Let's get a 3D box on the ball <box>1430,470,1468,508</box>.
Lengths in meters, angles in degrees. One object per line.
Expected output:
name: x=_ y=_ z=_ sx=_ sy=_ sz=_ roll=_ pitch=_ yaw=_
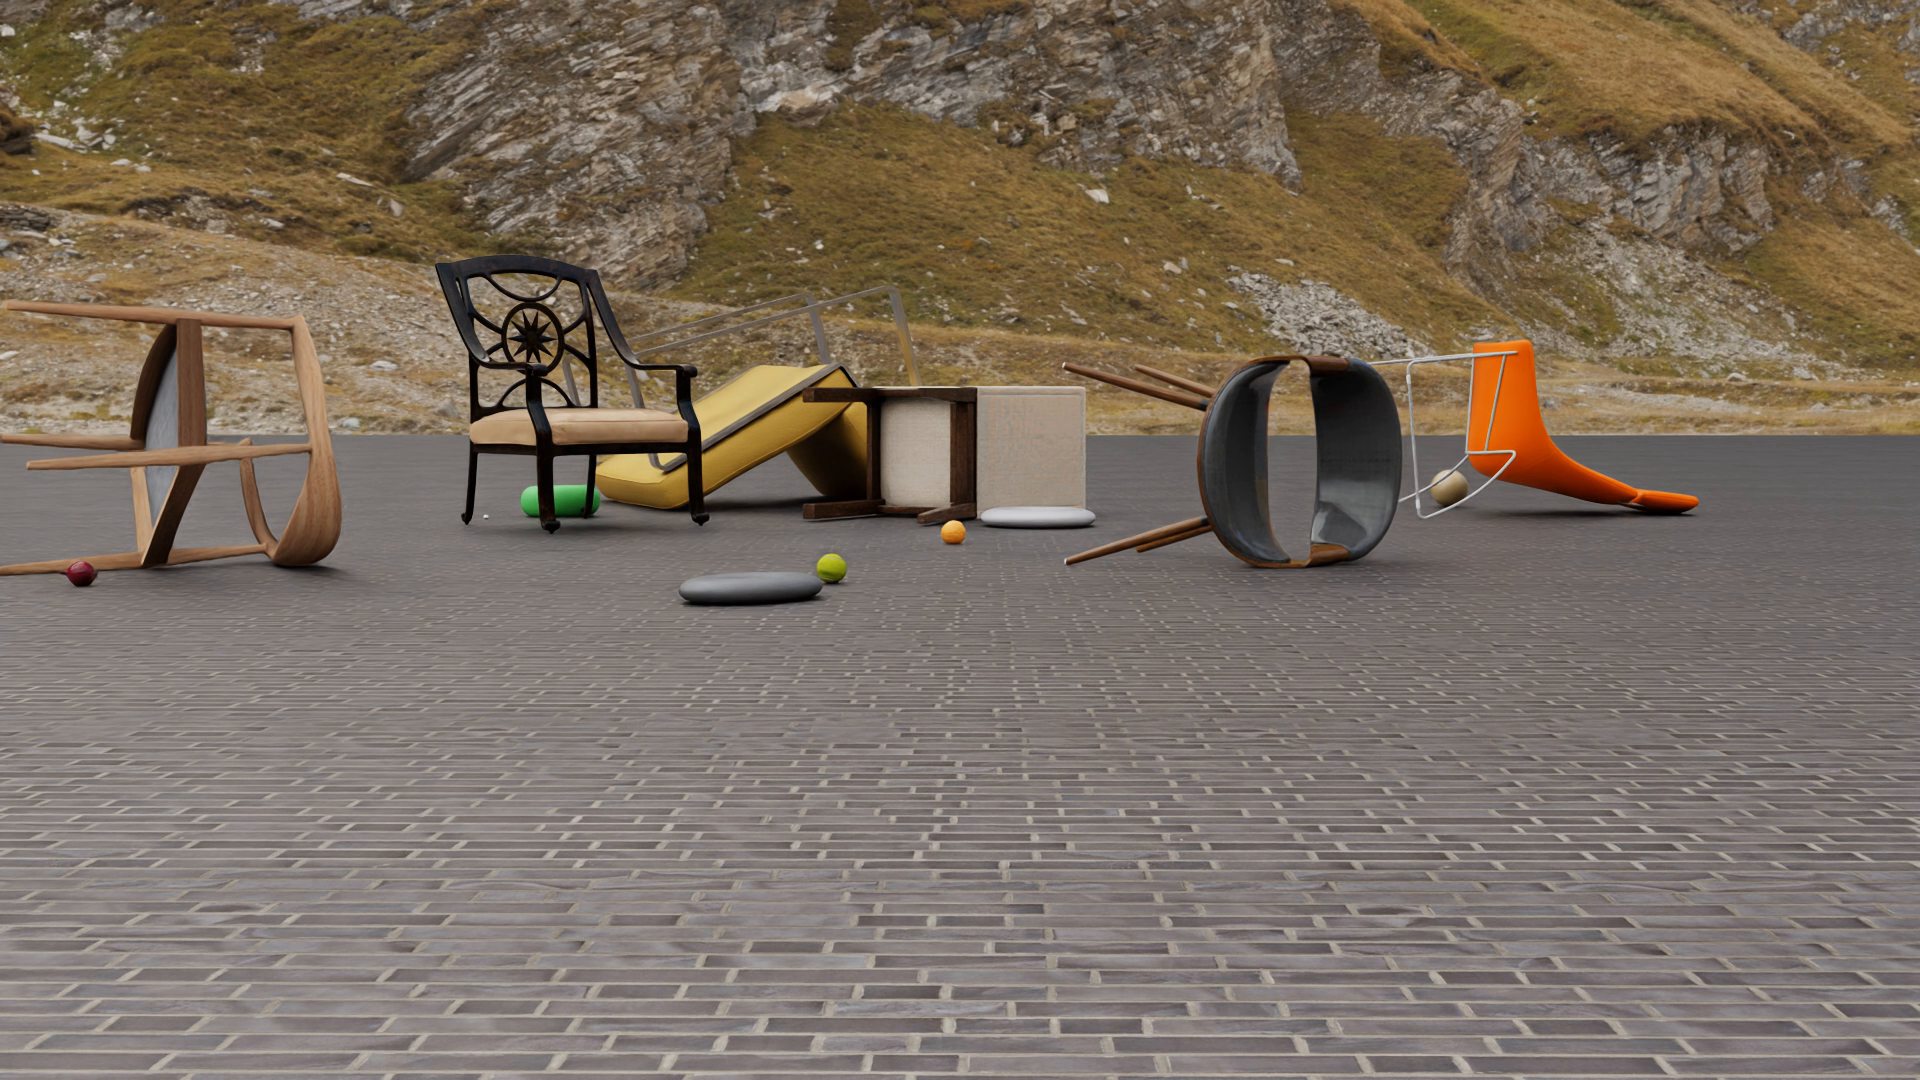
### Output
ball: x=1.865 y=-0.197 z=8.378 sx=0.143 sy=0.143 sz=0.143 roll=0 pitch=4 yaw=0

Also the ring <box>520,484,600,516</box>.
ring: x=-1.413 y=-0.138 z=7.775 sx=0.282 sy=0.109 sz=0.220 roll=-1 pitch=2 yaw=6

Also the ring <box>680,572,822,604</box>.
ring: x=-0.444 y=0.102 z=4.683 sx=0.346 sy=0.054 sz=0.226 roll=-3 pitch=4 yaw=-43

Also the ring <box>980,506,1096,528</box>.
ring: x=0.257 y=-0.075 z=7.217 sx=0.378 sy=0.059 sz=0.373 roll=0 pitch=3 yaw=0
